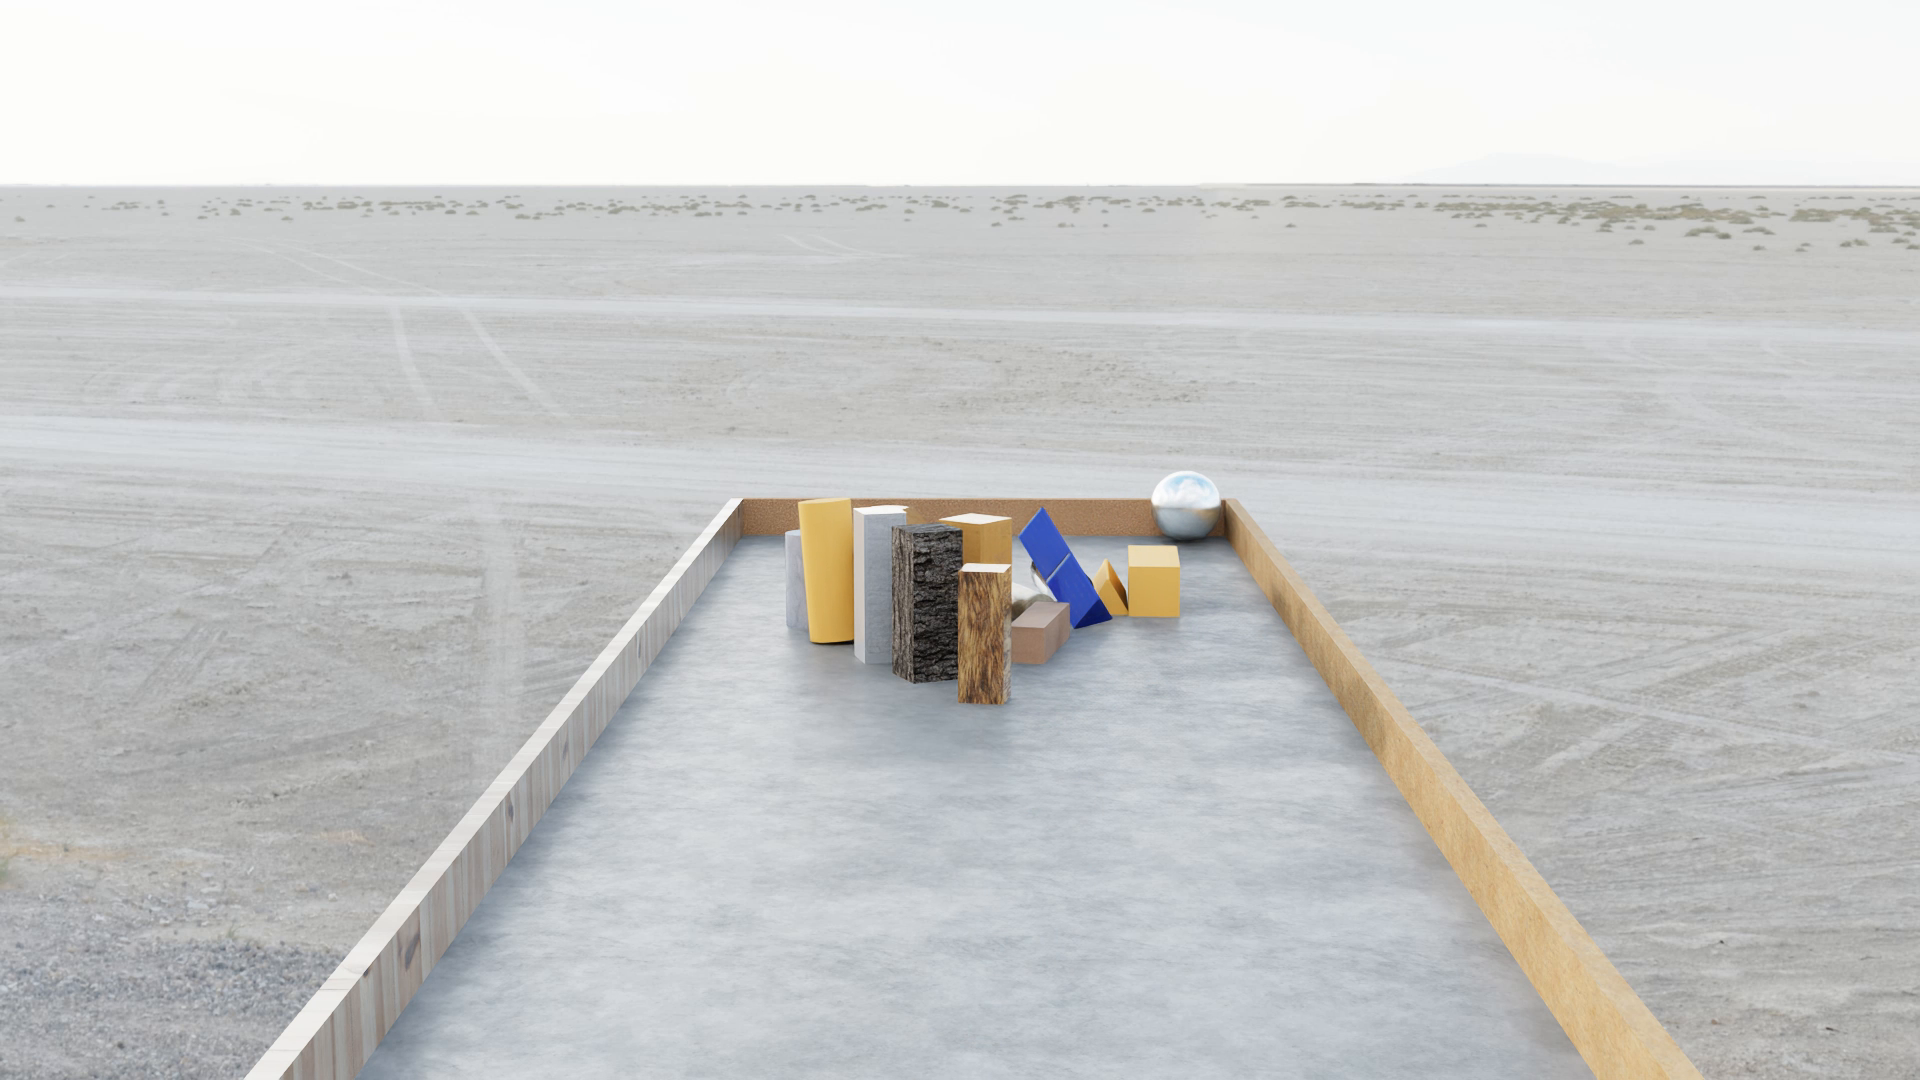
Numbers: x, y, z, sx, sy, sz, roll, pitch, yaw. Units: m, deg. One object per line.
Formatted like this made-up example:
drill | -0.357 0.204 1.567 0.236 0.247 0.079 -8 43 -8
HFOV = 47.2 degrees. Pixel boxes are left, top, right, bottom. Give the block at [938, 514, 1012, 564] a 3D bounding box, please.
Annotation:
block | 0.050 0.108 7.184 0.172 0.358 0.172 7 11 37

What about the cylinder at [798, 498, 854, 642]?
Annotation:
cylinder | -0.411 0.094 6.966 0.166 0.440 0.166 -5 5 0

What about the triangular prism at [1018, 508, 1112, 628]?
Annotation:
triangular prism | 0.355 0.082 7.279 0.141 0.122 0.435 -13 50 -21

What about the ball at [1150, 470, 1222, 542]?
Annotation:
ball | 0.920 -0.137 8.957 0.288 0.288 0.288 0 9 0

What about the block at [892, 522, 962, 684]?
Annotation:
block | -0.096 0.183 6.446 0.158 0.441 0.158 -4 10 -25

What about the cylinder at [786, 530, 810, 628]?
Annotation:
cylinder | -0.508 0.127 7.227 0.128 0.306 0.128 0 9 0

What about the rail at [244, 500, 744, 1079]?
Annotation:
rail | -1.004 0.839 3.234 0.050 0.150 12.000 0 9 1

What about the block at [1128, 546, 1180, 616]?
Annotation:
block | 0.667 0.139 7.590 0.170 0.170 0.441 1 9 4

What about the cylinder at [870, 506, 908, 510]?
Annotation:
cylinder | -0.231 0.090 7.194 0.147 0.390 0.147 0 9 0

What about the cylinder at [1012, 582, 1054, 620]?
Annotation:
cylinder | 0.180 0.204 7.345 0.118 0.118 0.424 -4 10 -23

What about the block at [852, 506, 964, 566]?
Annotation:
block | -0.106 0.122 6.884 0.435 0.174 0.174 48 34 18

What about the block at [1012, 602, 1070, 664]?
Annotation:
block | 0.248 0.286 6.848 0.112 0.112 0.420 2 9 13

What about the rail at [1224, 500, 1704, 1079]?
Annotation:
rail | 1.046 0.843 3.208 0.050 0.150 12.000 0 9 1

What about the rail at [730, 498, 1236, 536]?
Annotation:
rail | 0.099 -0.098 9.147 2.100 0.150 0.050 0 9 1

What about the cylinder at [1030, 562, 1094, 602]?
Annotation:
cylinder | 0.350 0.143 7.588 0.163 0.163 0.442 -1 9 -5

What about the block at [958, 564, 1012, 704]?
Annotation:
block | 0.069 0.262 6.163 0.129 0.373 0.129 2 9 11

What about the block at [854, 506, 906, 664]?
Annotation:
block | -0.243 0.136 6.691 0.131 0.457 0.131 -3 9 -16

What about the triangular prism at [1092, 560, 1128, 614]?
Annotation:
triangular prism | 0.509 0.157 7.615 0.137 0.119 0.417 0 9 3
